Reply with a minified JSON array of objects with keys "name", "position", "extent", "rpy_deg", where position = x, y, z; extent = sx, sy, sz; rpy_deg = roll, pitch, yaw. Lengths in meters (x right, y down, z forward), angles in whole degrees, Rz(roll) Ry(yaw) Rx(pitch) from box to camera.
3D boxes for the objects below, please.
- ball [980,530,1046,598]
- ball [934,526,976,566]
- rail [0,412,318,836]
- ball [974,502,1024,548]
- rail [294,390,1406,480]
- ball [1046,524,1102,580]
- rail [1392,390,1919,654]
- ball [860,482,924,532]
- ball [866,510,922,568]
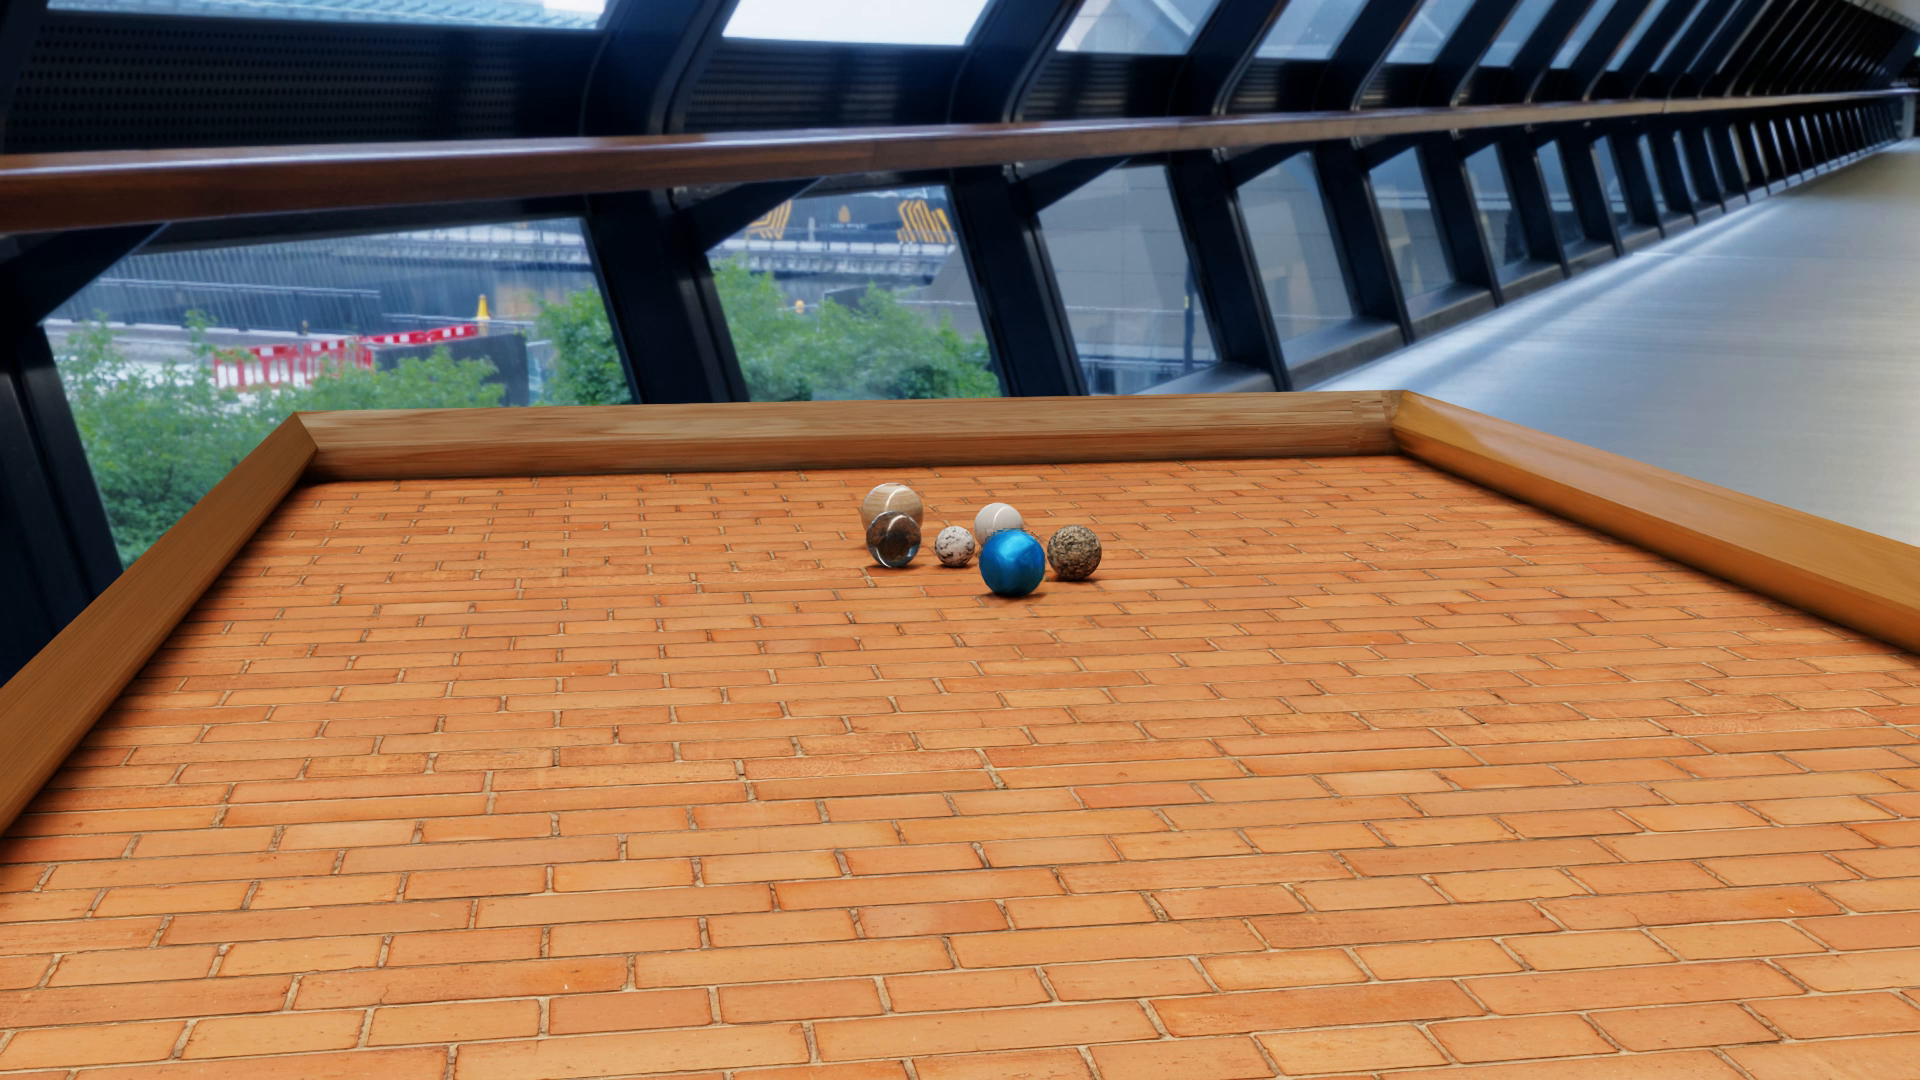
[{"name":"ball","position":[0.073,0.033,3.064],"extent":[0.093,0.093,0.093],"rpy_deg":[0,10,0]},{"name":"ball","position":[-0.008,0.010,3.282],"extent":[0.061,0.061,0.061],"rpy_deg":[0,10,0]},{"name":"rail","position":[-0.875,0.188,2.113],"extent":[0.045,0.130,4.079],"rpy_deg":[-2,11,-9]},{"name":"ball","position":[0.059,-0.018,3.382],"extent":[0.079,0.079,0.079],"rpy_deg":[0,10,0]},{"name":"rail","position":[-0.165,-0.202,4.240],"extent":[2.164,0.130,0.045],"rpy_deg":[-2,11,-9]},{"name":"ball","position":[0.166,0.018,3.184],"extent":[0.080,0.080,0.080],"rpy_deg":[0,10,0]},{"name":"rail","position":[1.212,0.125,2.457],"extent":[0.045,0.130,4.079],"rpy_deg":[-2,11,-9]},{"name":"ball","position":[-0.106,-0.040,3.444],"extent":[0.100,0.100,0.100],"rpy_deg":[0,10,0]},{"name":"ball","position":[-0.099,-0.002,3.278],"extent":[0.084,0.084,0.084],"rpy_deg":[0,10,0]}]
